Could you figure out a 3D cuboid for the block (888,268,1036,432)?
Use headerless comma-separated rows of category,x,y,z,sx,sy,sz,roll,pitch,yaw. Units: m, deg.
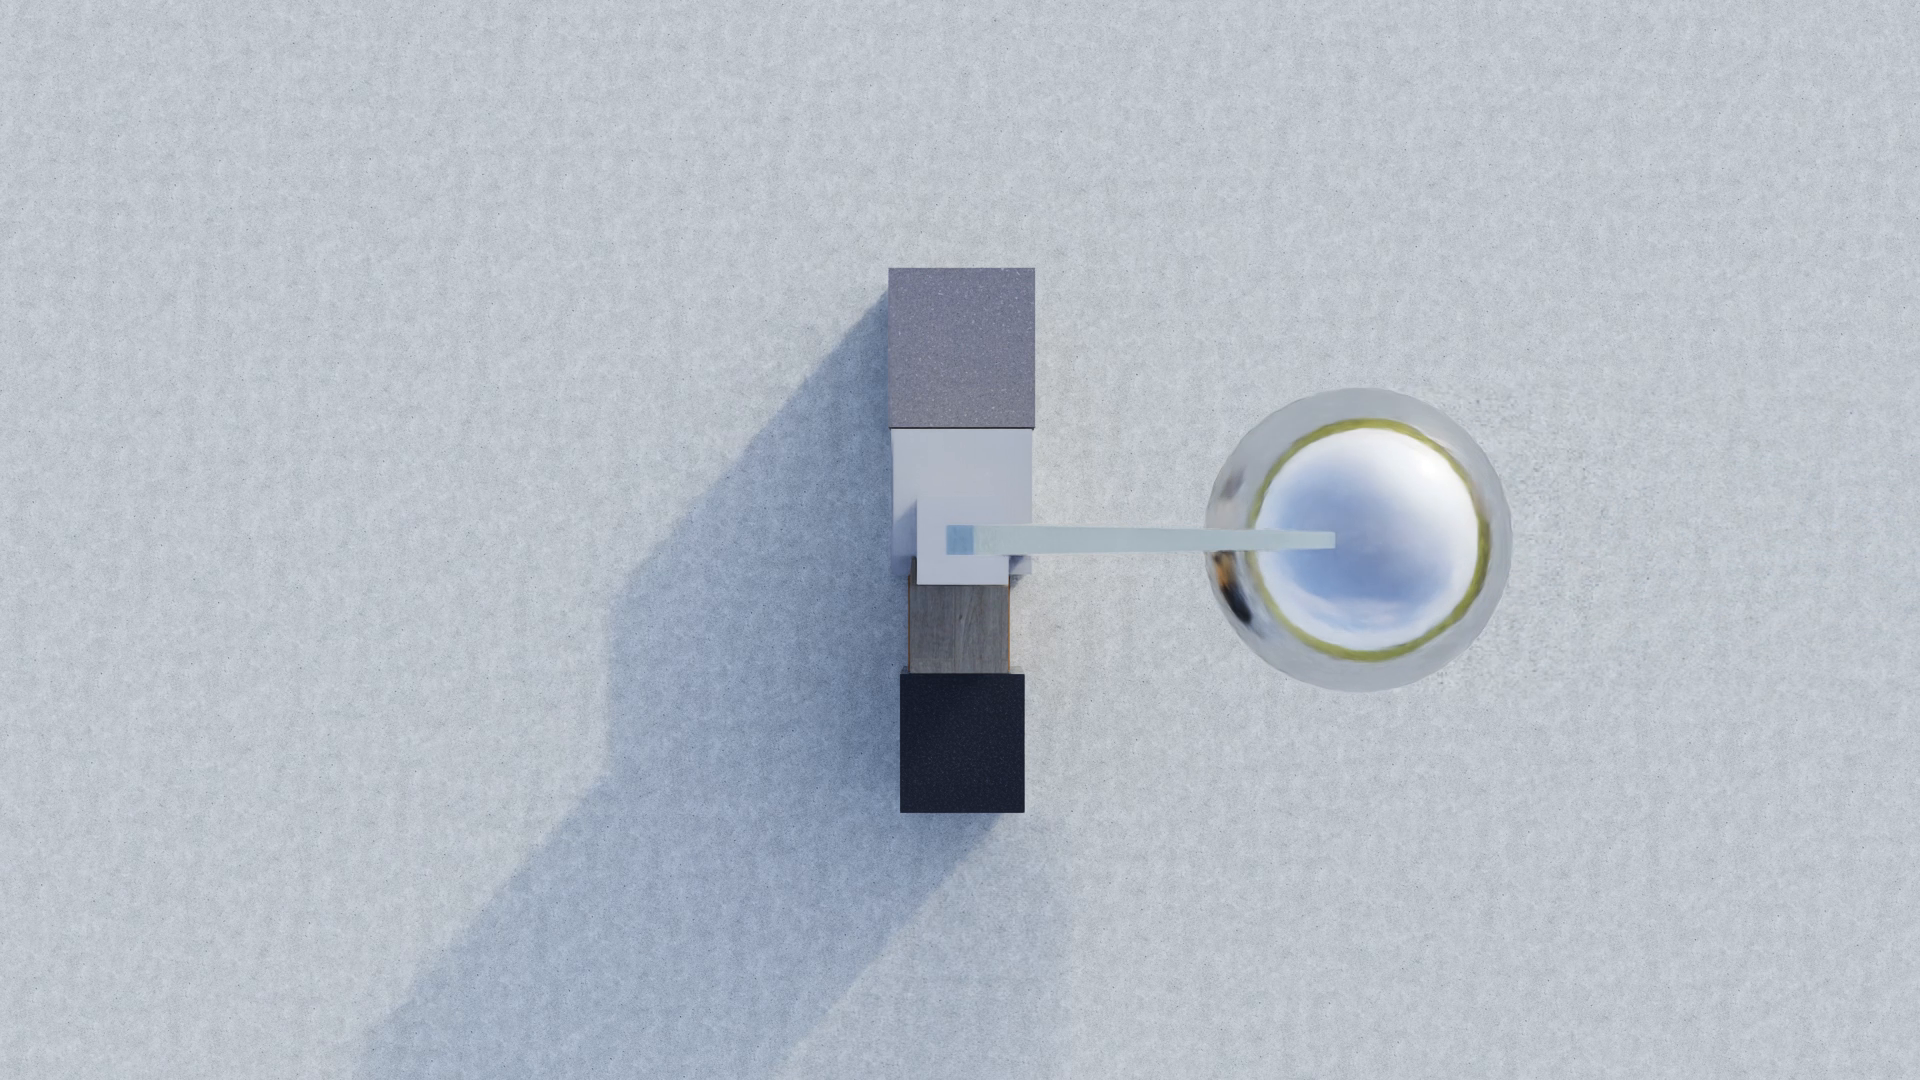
block,0.010,-1.073,12.624,0.818,0.753,0.888,0,90,0

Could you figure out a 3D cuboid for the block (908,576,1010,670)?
block,-0.005,0.468,12.678,0.571,0.644,0.533,0,90,0

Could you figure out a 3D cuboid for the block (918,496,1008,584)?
block,0.014,0.000,11.353,0.463,0.427,0.451,0,90,0

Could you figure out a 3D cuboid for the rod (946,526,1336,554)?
rod,0.899,0.000,8.323,0.080,5.200,0.080,0,90,20

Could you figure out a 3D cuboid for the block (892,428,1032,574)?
block,0.009,-0.214,12.625,0.784,0.750,0.810,0,90,0

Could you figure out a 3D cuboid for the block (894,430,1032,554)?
block,0.015,-0.249,11.908,0.729,0.684,0.656,0,90,0

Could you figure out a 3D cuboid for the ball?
ball,2.074,0.000,11.514,1.600,1.600,1.600,0,90,0

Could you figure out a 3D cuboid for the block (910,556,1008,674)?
block,-0.005,0.405,12.019,0.526,0.561,0.488,0,106,0

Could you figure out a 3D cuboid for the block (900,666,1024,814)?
block,0.014,1.131,12.606,0.694,0.788,0.772,0,90,0
